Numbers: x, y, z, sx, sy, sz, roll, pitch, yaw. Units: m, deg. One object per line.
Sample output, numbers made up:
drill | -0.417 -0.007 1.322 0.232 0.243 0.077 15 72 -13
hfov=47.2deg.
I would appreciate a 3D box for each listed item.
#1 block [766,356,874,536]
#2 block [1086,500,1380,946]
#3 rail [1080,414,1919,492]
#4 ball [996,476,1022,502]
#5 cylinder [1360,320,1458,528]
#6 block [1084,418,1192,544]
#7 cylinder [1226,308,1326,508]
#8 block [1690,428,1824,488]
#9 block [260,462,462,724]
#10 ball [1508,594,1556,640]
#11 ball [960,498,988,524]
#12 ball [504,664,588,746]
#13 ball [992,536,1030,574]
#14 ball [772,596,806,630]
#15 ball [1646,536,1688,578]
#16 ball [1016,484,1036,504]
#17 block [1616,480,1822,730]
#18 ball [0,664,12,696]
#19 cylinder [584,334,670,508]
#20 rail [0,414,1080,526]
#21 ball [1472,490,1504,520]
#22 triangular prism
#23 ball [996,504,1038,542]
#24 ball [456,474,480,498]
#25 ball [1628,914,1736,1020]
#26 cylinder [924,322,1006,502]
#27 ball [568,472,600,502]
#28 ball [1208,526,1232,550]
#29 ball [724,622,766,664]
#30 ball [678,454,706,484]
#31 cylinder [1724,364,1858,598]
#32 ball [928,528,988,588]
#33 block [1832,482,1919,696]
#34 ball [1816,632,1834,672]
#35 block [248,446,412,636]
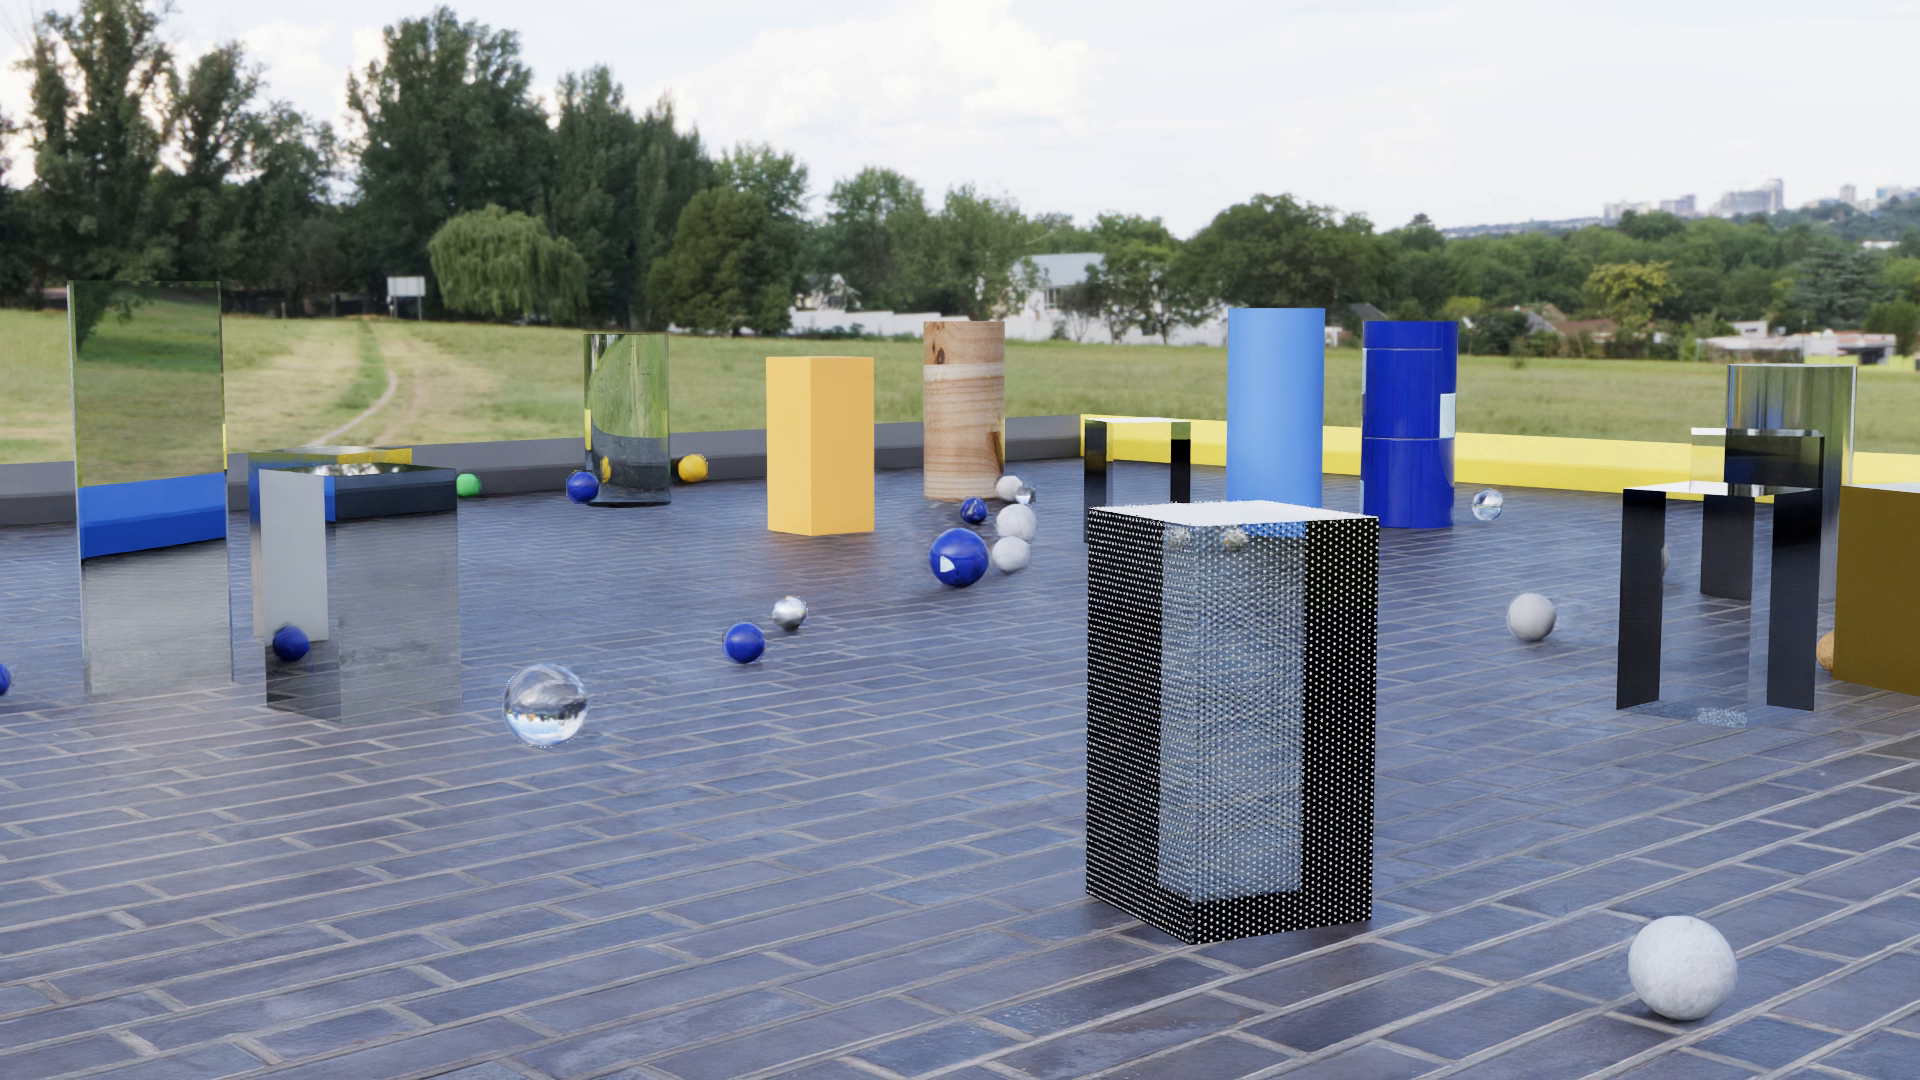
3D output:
block | -0.280 -0.192 4.412 0.154 0.348 0.154 -5 8 -39
block | 0.199 0.127 1.629 0.154 0.296 0.154 -3 7 -25
rail | 1.849 -0.146 5.029 0.045 0.125 4.427 -6 8 -42
ball | 0.114 -0.117 5.058 0.063 0.063 0.063 0 6 0
cylinder | 0.926 -0.241 4.540 0.192 0.419 0.192 0 6 0
block | 0.332 -0.107 4.136 0.154 0.237 0.154 -2 6 -17
cylinder | 0.633 -0.242 4.419 0.192 0.445 0.192 0 6 0
block | 1.003 0.008 2.786 0.154 0.290 0.154 2 6 18
block | -0.669 0.054 2.458 0.154 0.267 0.154 6 8 42
ball | 0.769 0.103 2.957 0.064 0.064 0.064 0 6 0
ball | 0.029 -0.060 4.546 0.056 0.056 0.056 0 6 0
ball | -0.422 0.168 2.242 0.085 0.085 0.085 0 6 0
ball | 0.086 0.026 3.695 0.064 0.064 0.064 0 6 0
ball | -0.237 0.102 3.058 0.046 0.046 0.046 0 6 0
ball | 1.176 0.027 3.658 0.069 0.069 0.069 0 6 0
ball | 0.149 -0.104 5.016 0.045 0.045 0.045 0 6 0
block | 0.838 0.067 2.430 0.154 0.248 0.154 -6 8 -43
ball | -1.107 0.160 2.510 0.045 0.045 0.045 0 6 0
cylinder | -0.758 -0.275 5.011 0.192 0.387 0.192 0 6 0
rail | -1.485 -0.136 4.933 5.080 0.125 0.045 -6 8 -42
ball | 1.110 -0.072 4.625 0.064 0.064 0.064 0 6 0
triangular prism | -0.979 -0.069 2.629 0.166 0.476 0.144 -4 7 -31
ball | 0.107 -0.029 4.146 0.079 0.079 0.079 0 6 0
ball | -1.162 -0.128 5.182 0.059 0.059 0.059 0 6 0
ball | 0.454 0.269 1.382 0.065 0.065 0.065 0 6 0
cylinder | 0.010 -0.306 5.168 0.192 0.415 0.192 0 6 0
ball | -0.839 -0.118 4.897 0.069 0.069 0.069 0 6 0
ball | 0.481 -0.005 4.082 0.045 0.045 0.045 0 6 0
ball | -0.271 0.129 2.769 0.052 0.052 0.052 0 6 0
ball | -0.683 -0.180 5.602 0.074 0.074 0.074 0 6 0
cylinder | 1.304 -0.097 3.466 0.192 0.356 0.192 0 6 0
ball | -0.002 0.029 3.515 0.096 0.096 0.096 0 6 0
block | 1.153 0.055 2.601 0.154 0.234 0.154 -2 6 -22
ball | 1.075 0.137 2.690 0.053 0.053 0.053 0 6 0
block | -0.864 0.002 3.030 0.154 0.251 0.154 3 7 24
